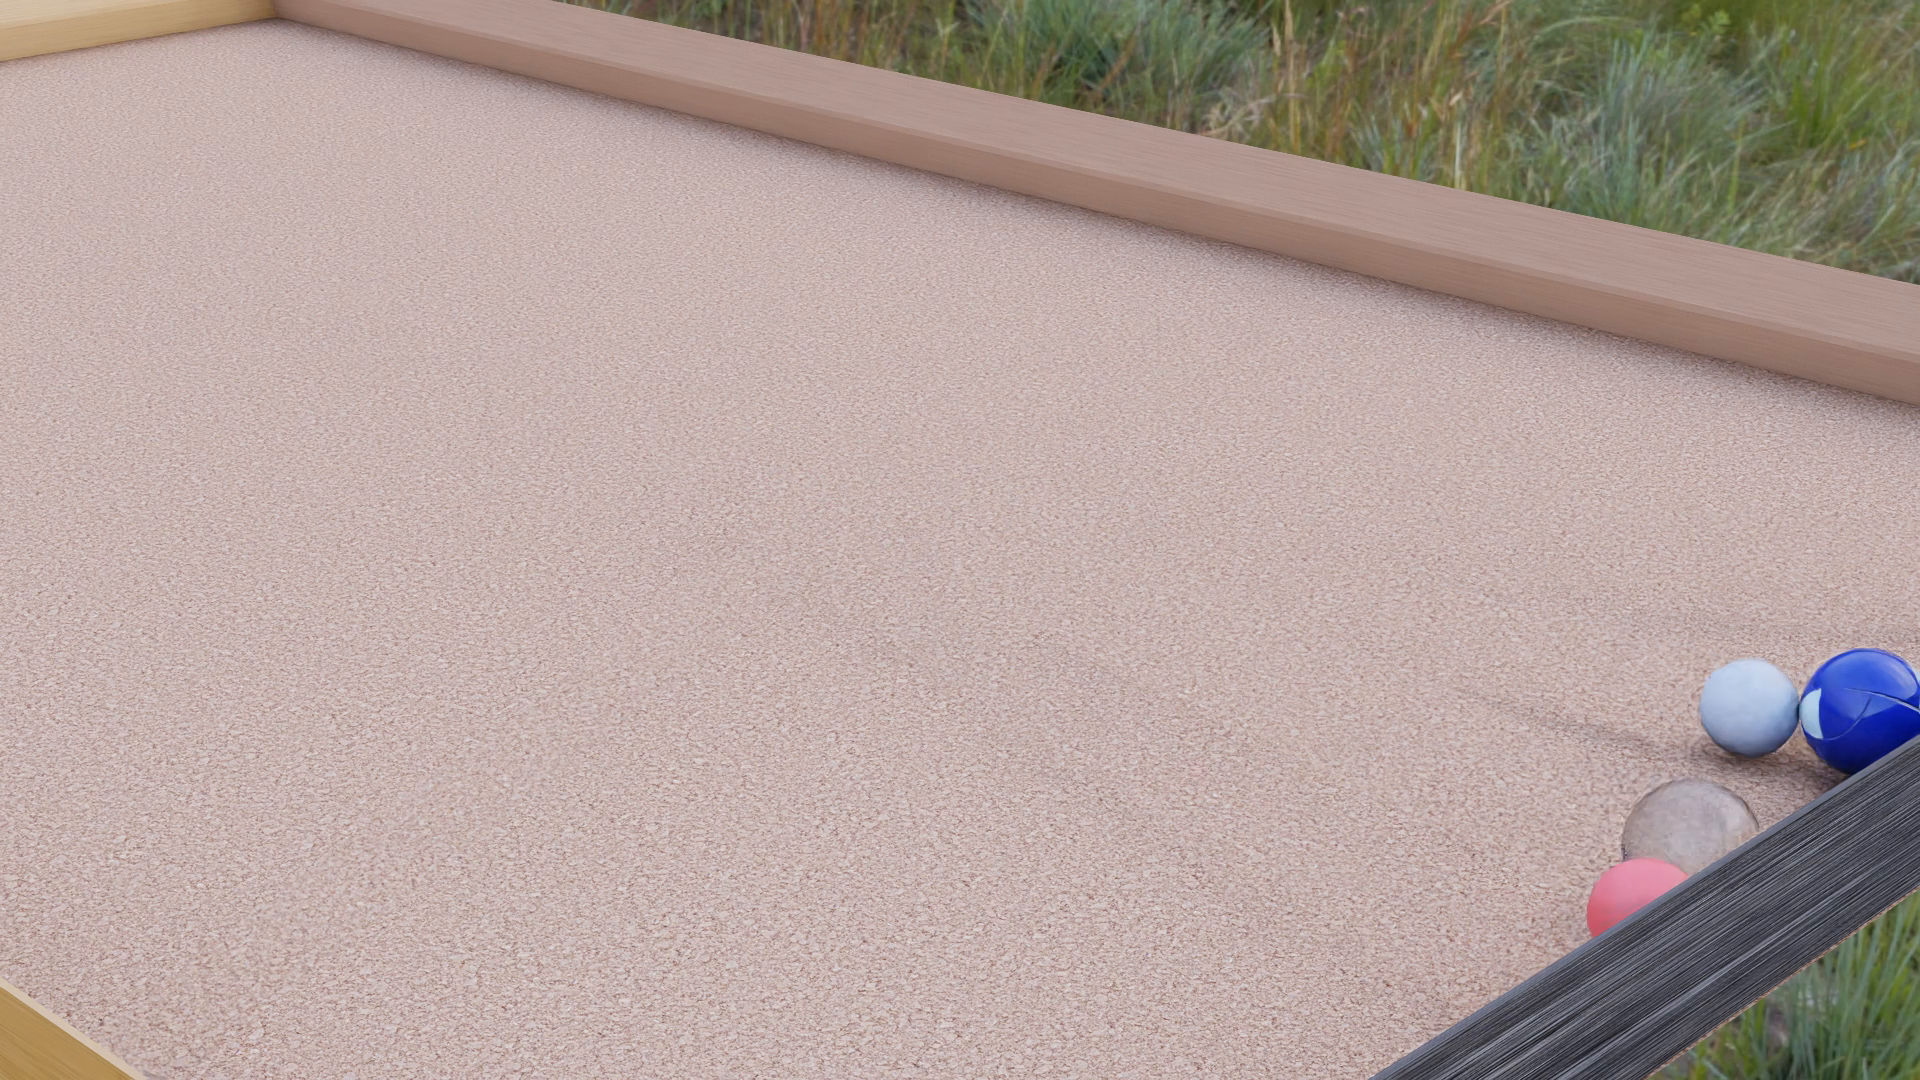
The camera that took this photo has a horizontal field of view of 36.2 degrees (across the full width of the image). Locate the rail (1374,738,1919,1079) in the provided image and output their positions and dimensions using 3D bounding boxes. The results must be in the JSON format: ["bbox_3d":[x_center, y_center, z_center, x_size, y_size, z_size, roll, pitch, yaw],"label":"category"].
[{"bbox_3d":[0.629,0.196,2.052,0.045,0.127,2.142,19,28,41],"label":"rail"}]

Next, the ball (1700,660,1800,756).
[{"bbox_3d":[0.617,0.131,2.296,0.076,0.076,0.076,0,21,0],"label":"ball"}]

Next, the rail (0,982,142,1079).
[{"bbox_3d":[-1.377,0.020,2.511,3.607,0.127,0.045,19,28,41],"label":"rail"}]

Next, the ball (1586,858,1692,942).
[{"bbox_3d":[0.461,0.253,1.975,0.079,0.079,0.079,0,21,0],"label":"ball"}]

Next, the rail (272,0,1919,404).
[{"bbox_3d":[0.085,-0.517,3.912,3.607,0.127,0.045,19,28,41],"label":"rail"}]

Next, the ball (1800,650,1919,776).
[{"bbox_3d":[0.696,0.133,2.262,0.098,0.098,0.098,0,21,0],"label":"ball"}]

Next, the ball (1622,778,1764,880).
[{"bbox_3d":[0.510,0.214,2.048,0.097,0.097,0.097,0,21,0],"label":"ball"}]

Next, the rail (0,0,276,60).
[{"bbox_3d":[-1.920,-0.693,4.372,0.045,0.127,2.142,19,28,41],"label":"rail"}]

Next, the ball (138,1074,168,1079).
[{"bbox_3d":[-0.488,0.348,1.760,0.056,0.056,0.056,0,21,0],"label":"ball"}]
